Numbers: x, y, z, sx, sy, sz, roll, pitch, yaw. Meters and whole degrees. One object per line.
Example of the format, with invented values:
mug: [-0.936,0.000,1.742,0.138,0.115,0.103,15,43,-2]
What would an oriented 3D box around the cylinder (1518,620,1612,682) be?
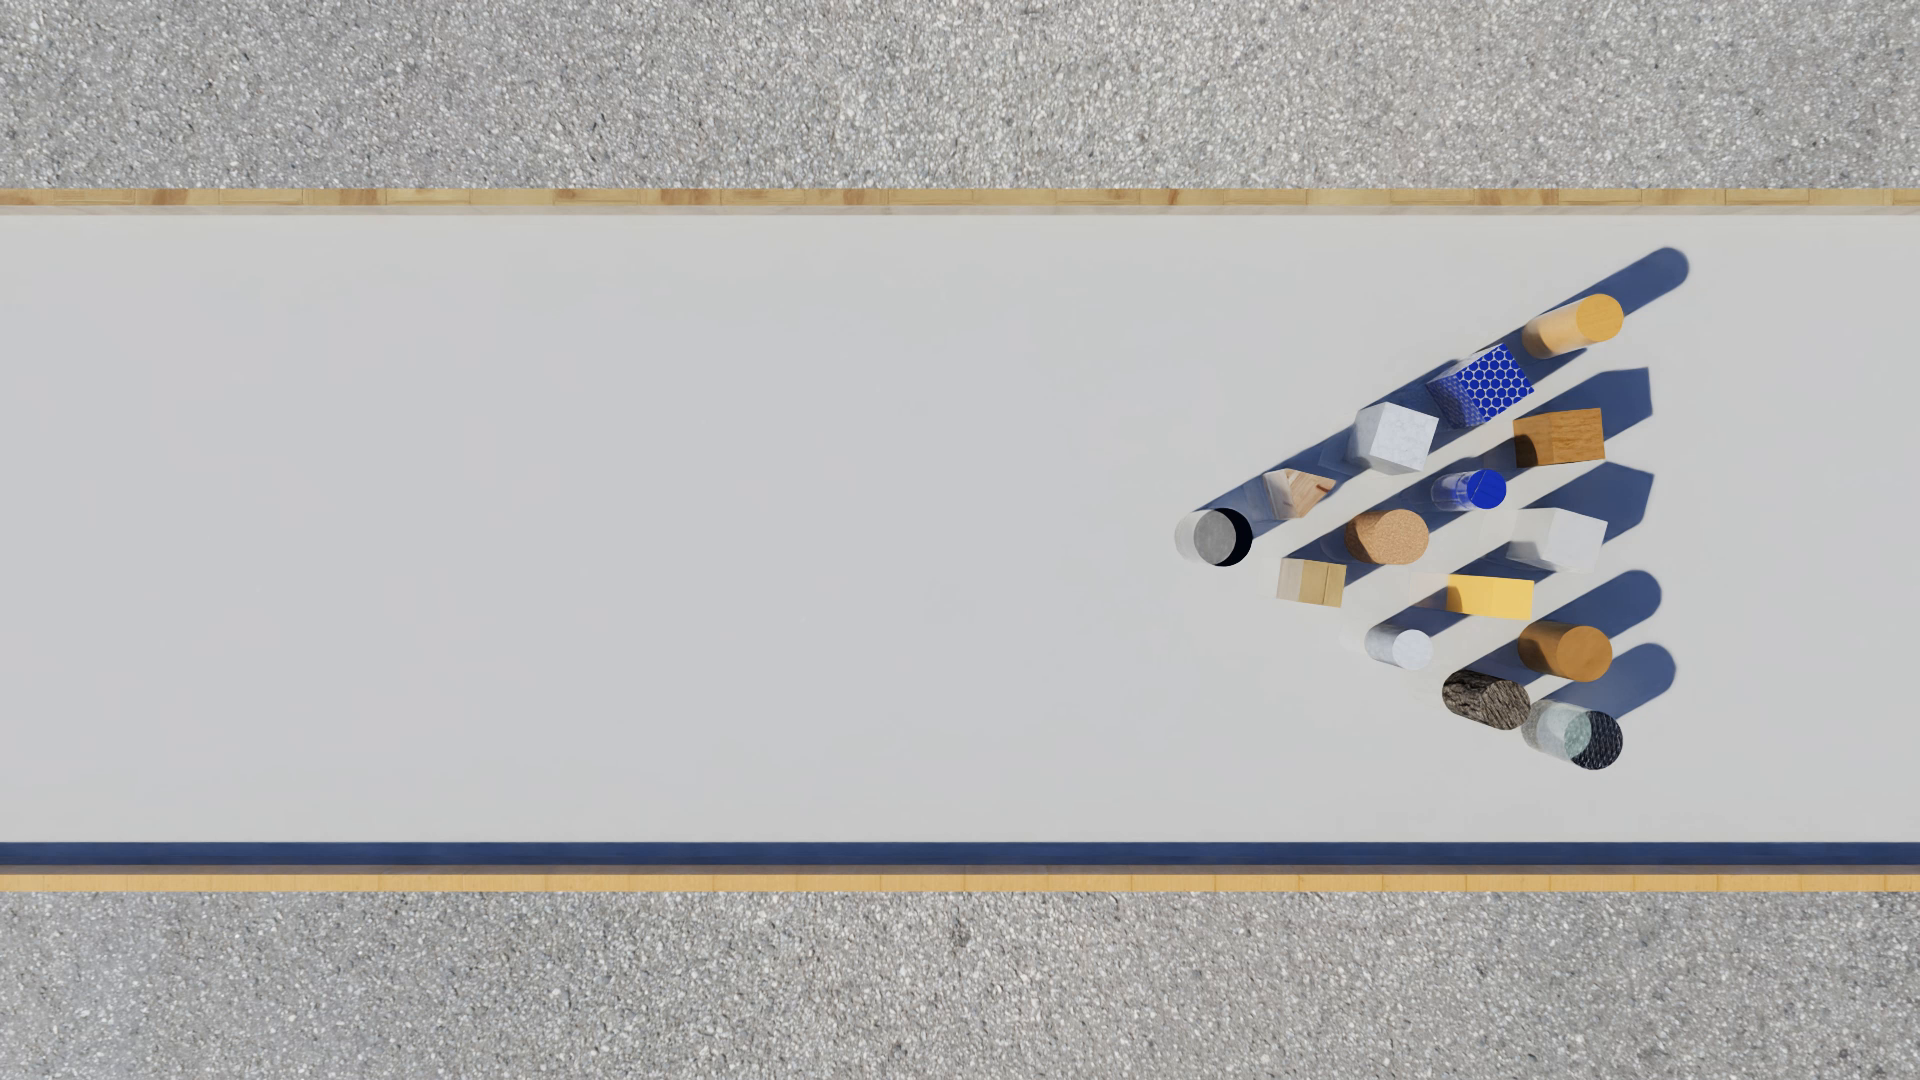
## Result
cylinder: [1.796,0.328,4.910,0.162,0.332,0.162,0,90,0]

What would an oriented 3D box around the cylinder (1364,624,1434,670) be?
cylinder: [1.302,0.316,4.909,0.117,0.334,0.117,0,90,0]

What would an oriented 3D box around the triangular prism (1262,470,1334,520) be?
triangular prism: [0.976,-0.158,4.891,0.127,0.371,0.147,44,90,0]

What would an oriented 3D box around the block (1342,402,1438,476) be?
block: [1.275,-0.297,4.905,0.159,0.342,0.159,18,90,0]

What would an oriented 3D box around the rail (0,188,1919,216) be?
rail: [-2.247,-1.025,5.002,12.000,0.150,0.050,0,90,0]

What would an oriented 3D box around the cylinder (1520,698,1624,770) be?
cylinder: [1.810,0.573,4.895,0.170,0.364,0.170,0,90,0]

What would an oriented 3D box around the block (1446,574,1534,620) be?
block: [1.557,0.166,4.863,0.112,0.428,0.112,5,90,0]

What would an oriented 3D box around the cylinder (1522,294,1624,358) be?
cylinder: [1.795,-0.624,4.852,0.134,0.449,0.134,0,90,0]

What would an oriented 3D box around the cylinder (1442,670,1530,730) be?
cylinder: [1.555,0.471,4.888,0.143,0.377,0.143,0,90,0]

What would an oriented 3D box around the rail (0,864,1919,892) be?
rail: [-2.247,1.025,5.001,12.000,0.150,0.050,0,90,0]

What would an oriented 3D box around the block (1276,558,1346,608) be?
block: [1.042,0.126,4.909,0.124,0.336,0.124,8,90,0]

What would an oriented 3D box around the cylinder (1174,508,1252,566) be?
cylinder: [0.743,-0.008,4.867,0.168,0.419,0.168,0,90,0]

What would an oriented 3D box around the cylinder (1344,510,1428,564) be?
cylinder: [1.262,-0.008,4.898,0.160,0.358,0.160,0,90,0]

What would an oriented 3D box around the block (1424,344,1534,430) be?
block: [1.542,-0.454,4.915,0.165,0.324,0.165,-33,90,0]

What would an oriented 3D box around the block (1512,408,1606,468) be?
block: [1.781,-0.301,4.917,0.148,0.319,0.148,-5,90,0]

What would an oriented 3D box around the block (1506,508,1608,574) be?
block: [1.775,0.002,4.918,0.155,0.318,0.155,16,90,0]

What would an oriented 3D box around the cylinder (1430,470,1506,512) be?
cylinder: [1.506,-0.145,4.896,0.114,0.360,0.114,0,90,0]
